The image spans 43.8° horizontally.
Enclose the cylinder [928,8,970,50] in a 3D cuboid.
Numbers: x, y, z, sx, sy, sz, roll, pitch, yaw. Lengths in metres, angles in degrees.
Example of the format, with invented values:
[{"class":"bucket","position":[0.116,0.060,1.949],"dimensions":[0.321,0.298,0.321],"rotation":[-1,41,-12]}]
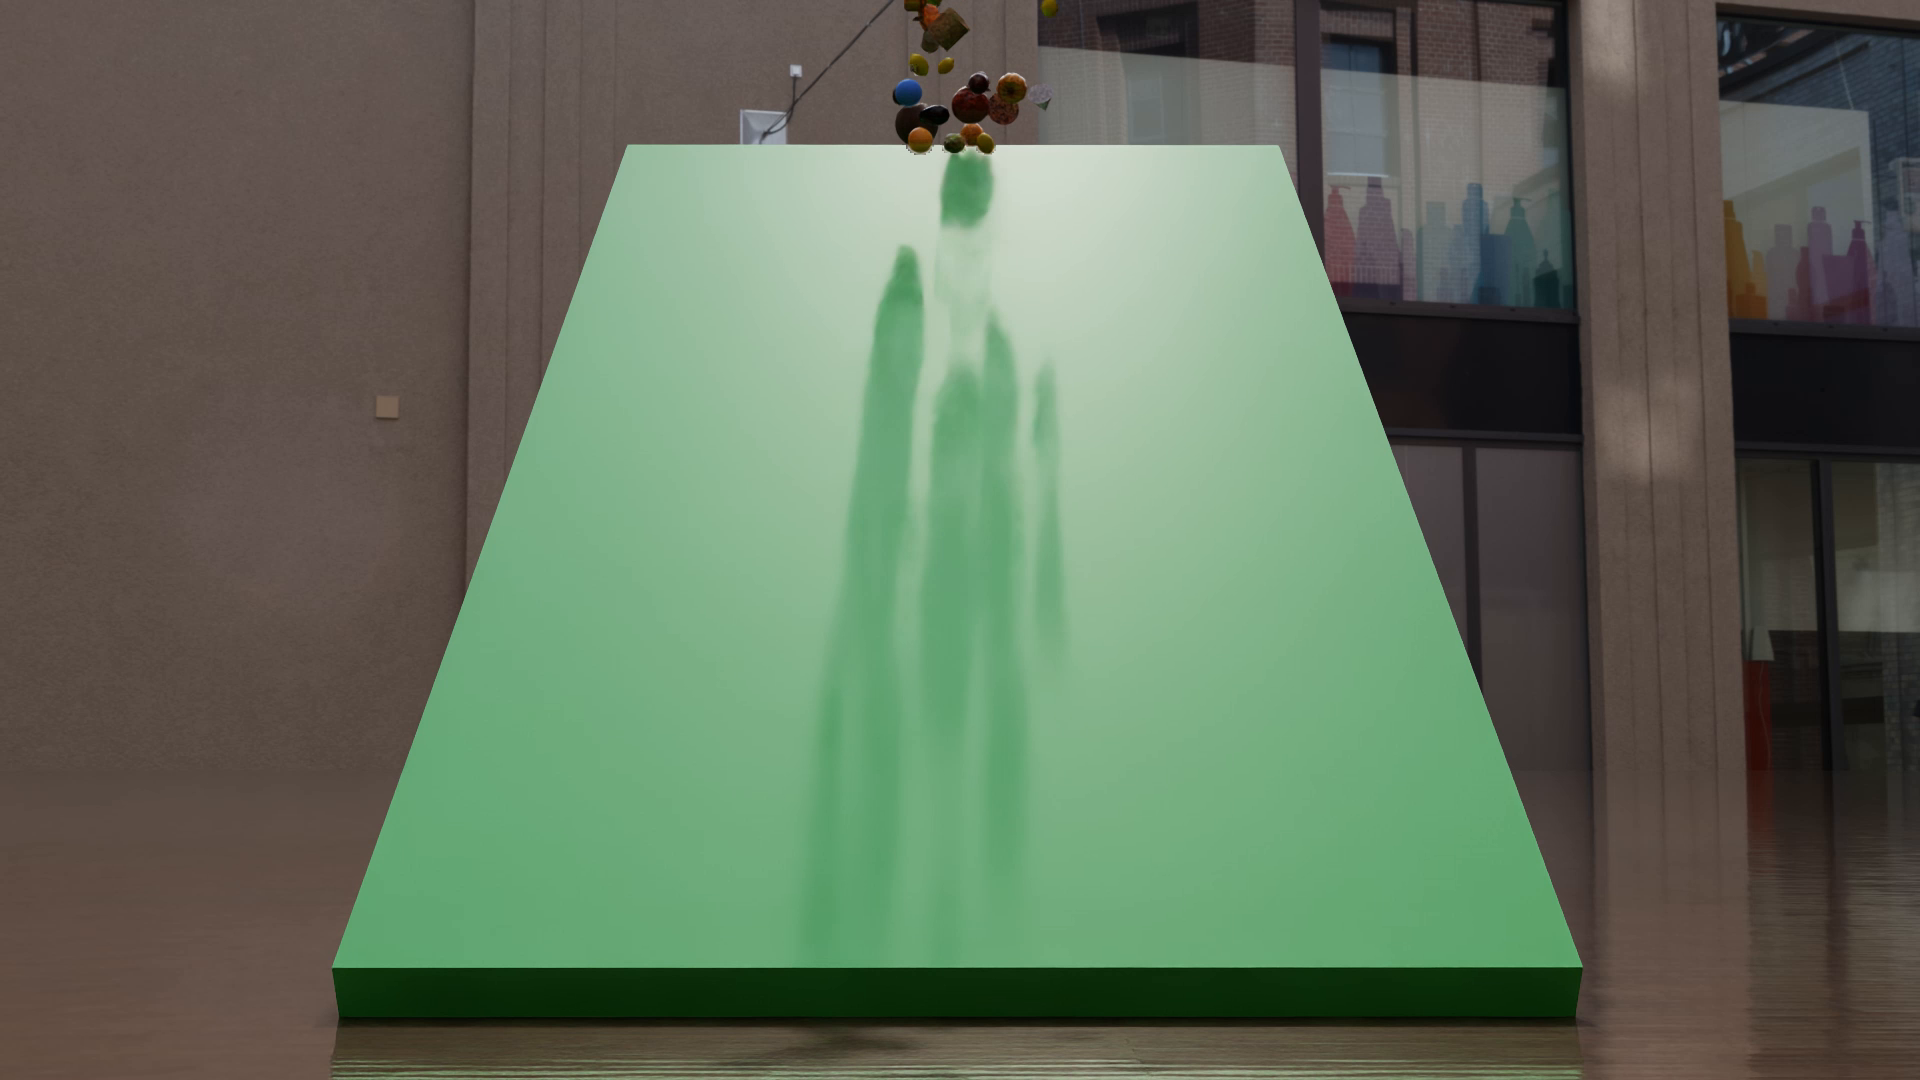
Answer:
[{"class":"cylinder","position":[-0.034,-1.483,6.934],"dimensions":[0.089,0.089,0.089],"rotation":[-40,-18,14]}]

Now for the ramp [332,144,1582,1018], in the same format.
[{"class":"ramp","position":[-0.012,-0.221,5.606],"dimensions":[2.000,0.100,4.000],"rotation":[0,28,0]}]

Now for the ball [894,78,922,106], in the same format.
[{"class":"ball","position":[-0.149,-1.297,6.933],"dimensions":[0.079,0.079,0.079],"rotation":[0,-5,0]}]

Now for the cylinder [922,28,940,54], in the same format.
[{"class":"cylinder","position":[-0.086,-1.476,7.064],"dimensions":[0.052,0.052,0.052],"rotation":[0,-31,-1]}]

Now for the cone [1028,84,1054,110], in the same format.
[{"class":"cone","position":[0.250,-1.319,7.204],"dimensions":[0.078,0.078,0.078],"rotation":[-1,-32,14]}]
